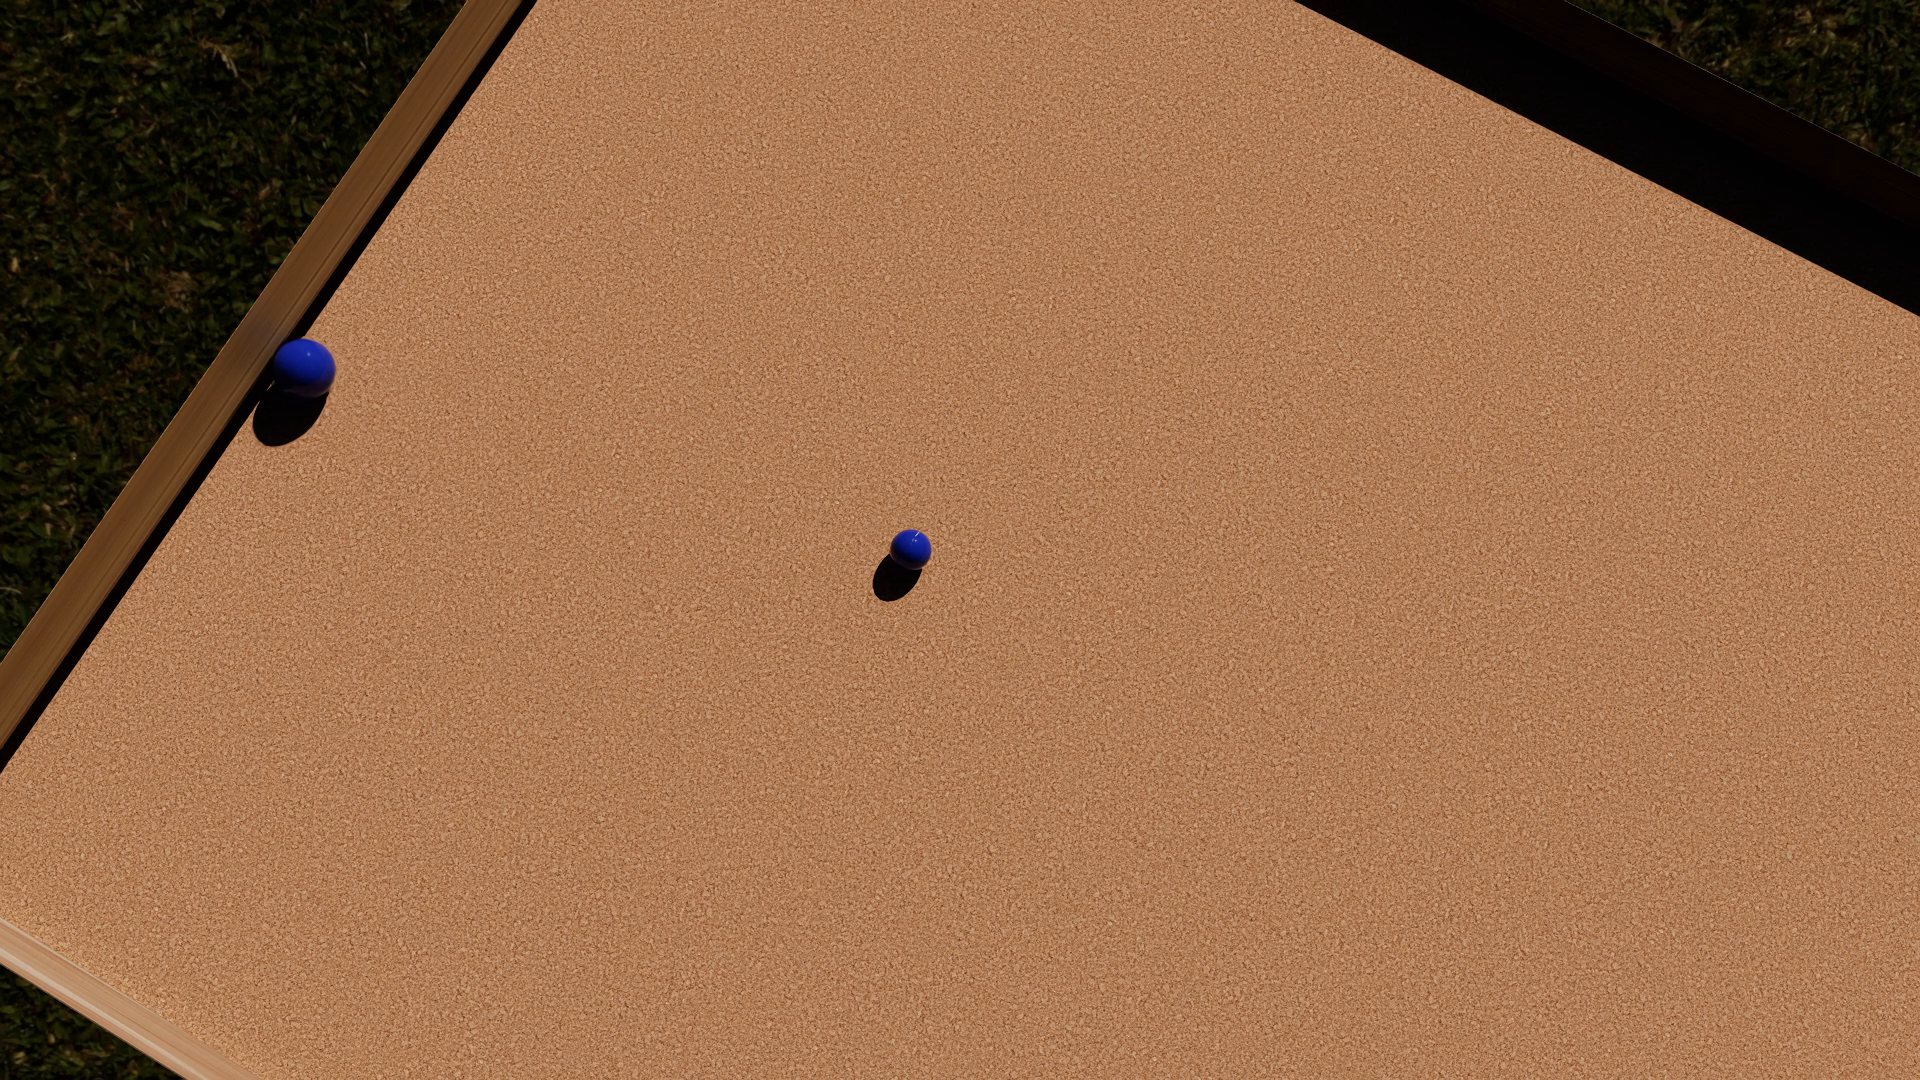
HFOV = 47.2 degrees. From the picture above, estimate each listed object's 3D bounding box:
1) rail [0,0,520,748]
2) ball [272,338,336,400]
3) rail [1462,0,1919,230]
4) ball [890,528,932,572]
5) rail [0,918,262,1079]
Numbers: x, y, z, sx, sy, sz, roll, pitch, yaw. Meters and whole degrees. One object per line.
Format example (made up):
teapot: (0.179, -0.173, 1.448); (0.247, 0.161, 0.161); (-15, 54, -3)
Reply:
rail: (-0.943, -0.528, 3.469); (0.045, 0.125, 2.461); (29, 77, 8)
ball: (-1.018, -0.264, 3.412); (0.096, 0.096, 0.096); (0, 75, 0)
rail: (1.564, -0.482, 3.456); (4.443, 0.125, 0.045); (29, 77, 8)
ball: (-0.075, 0.015, 3.352); (0.064, 0.064, 0.064); (0, 75, 0)
rail: (0.362, 1.537, 2.903); (4.443, 0.125, 0.045); (29, 77, 8)
